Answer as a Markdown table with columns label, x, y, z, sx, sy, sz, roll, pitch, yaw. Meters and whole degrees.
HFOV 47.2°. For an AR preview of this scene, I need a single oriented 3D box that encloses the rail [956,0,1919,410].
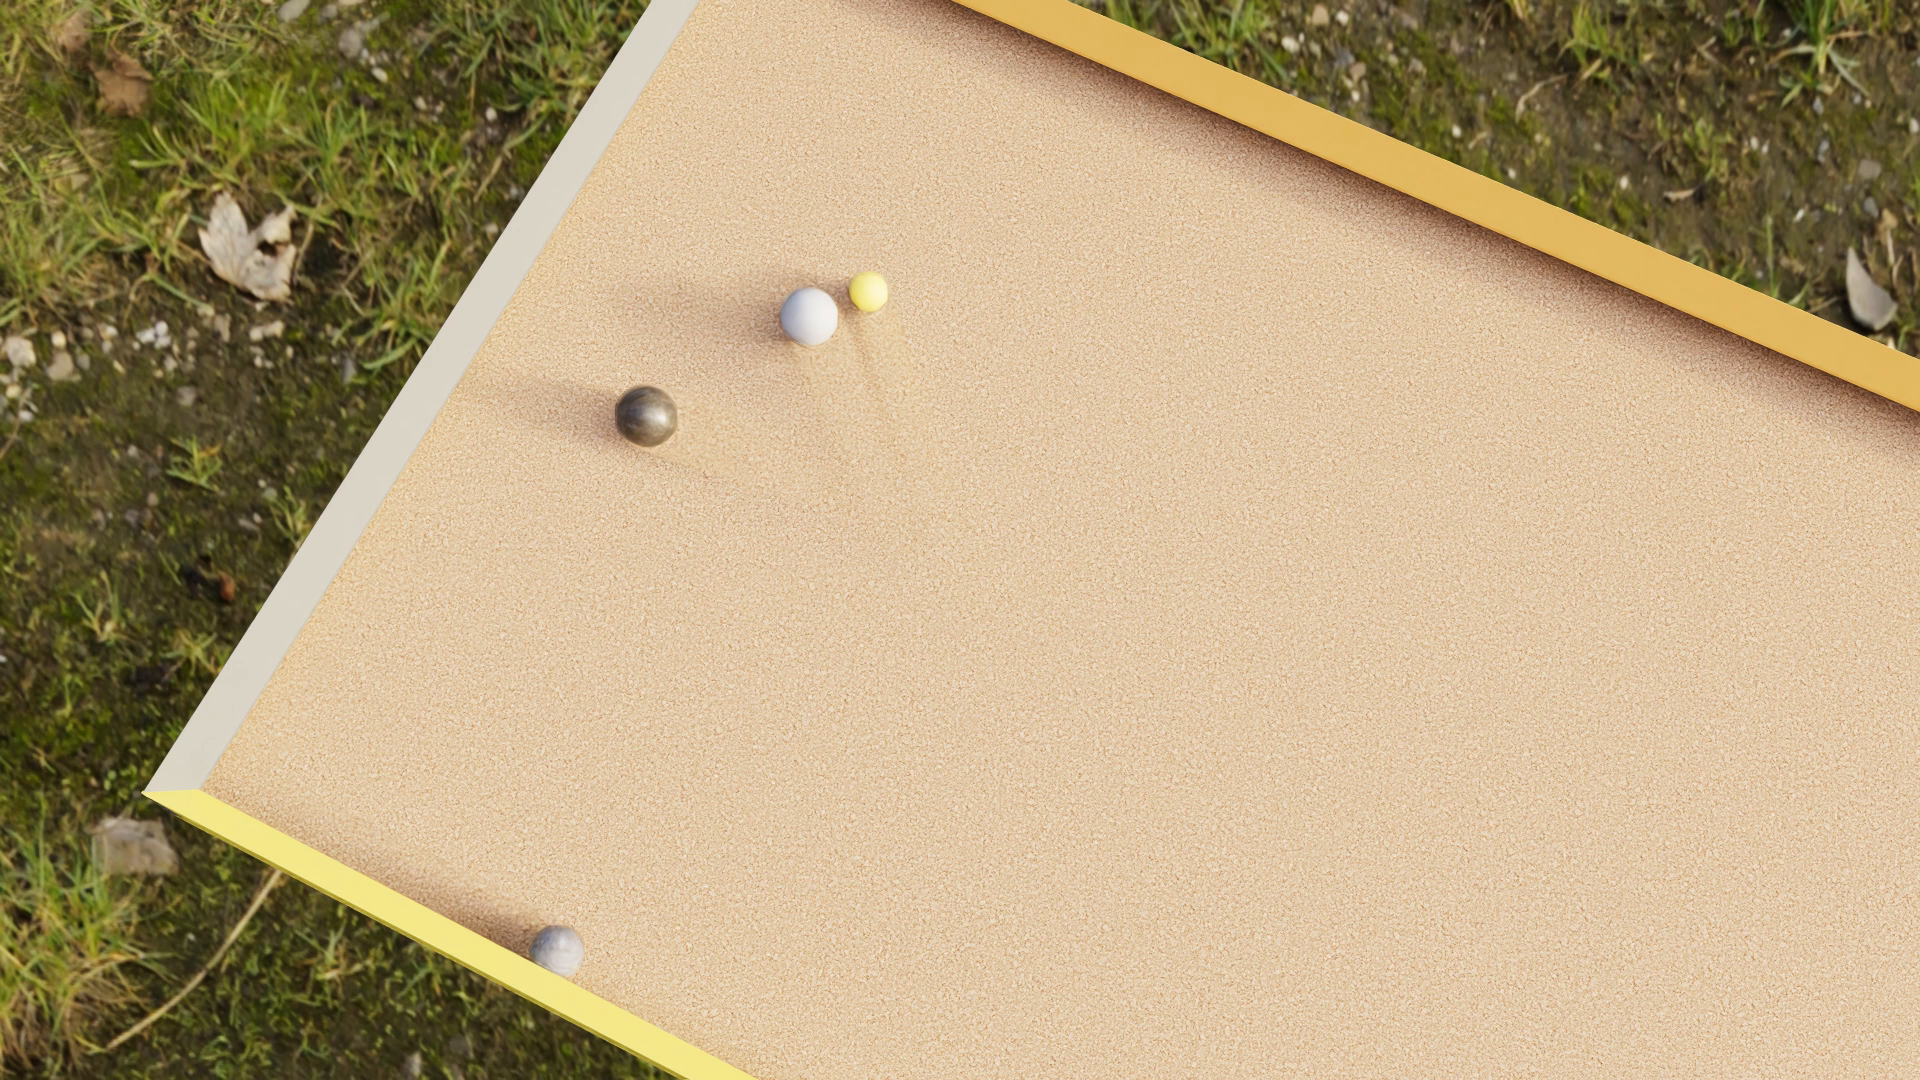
| label | x | y | z | sx | sy | sz | roll | pitch | yaw |
| --- | --- | --- | --- | --- | --- | --- | --- | --- | --- |
| rail | 1.186 | -0.388 | 3.561 | 3.520 | 0.128 | 0.045 | 25 | 72 | 9 |

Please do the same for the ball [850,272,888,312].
| label | x | y | z | sx | sy | sz | roll | pitch | yaw |
| --- | --- | --- | --- | --- | --- | --- | --- | --- | --- |
| ball | -0.149 | -0.406 | 3.604 | 0.062 | 0.062 | 0.062 | 0 | 70 | 0 |

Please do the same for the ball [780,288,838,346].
| label | x | y | z | sx | sy | sz | roll | pitch | yaw |
| --- | --- | --- | --- | --- | --- | --- | --- | --- | --- |
| ball | -0.245 | -0.362 | 3.571 | 0.094 | 0.094 | 0.094 | 0 | 70 | 0 |

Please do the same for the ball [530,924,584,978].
| label | x | y | z | sx | sy | sz | roll | pitch | yaw |
| --- | --- | --- | --- | --- | --- | --- | --- | --- | --- |
| ball | -0.591 | 0.602 | 3.222 | 0.078 | 0.078 | 0.078 | 0 | 70 | 0 |

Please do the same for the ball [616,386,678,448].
| label | x | y | z | sx | sy | sz | roll | pitch | yaw |
| --- | --- | --- | --- | --- | --- | --- | --- | --- | --- |
| ball | -0.499 | -0.197 | 3.507 | 0.098 | 0.098 | 0.098 | 0 | 70 | 0 |

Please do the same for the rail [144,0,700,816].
| label | x | y | z | sx | sy | sz | roll | pitch | yaw |
| --- | --- | --- | --- | --- | --- | --- | --- | --- | --- |
| rail | -0.766 | -0.366 | 3.553 | 0.045 | 0.128 | 1.831 | 25 | 72 | 9 |

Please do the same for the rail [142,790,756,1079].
| label | x | y | z | sx | sy | sz | roll | pitch | yaw |
| --- | --- | --- | --- | --- | --- | --- | --- | --- | --- |
| rail | 0.389 | 1.109 | 3.006 | 3.520 | 0.128 | 0.045 | 25 | 72 | 9 |
